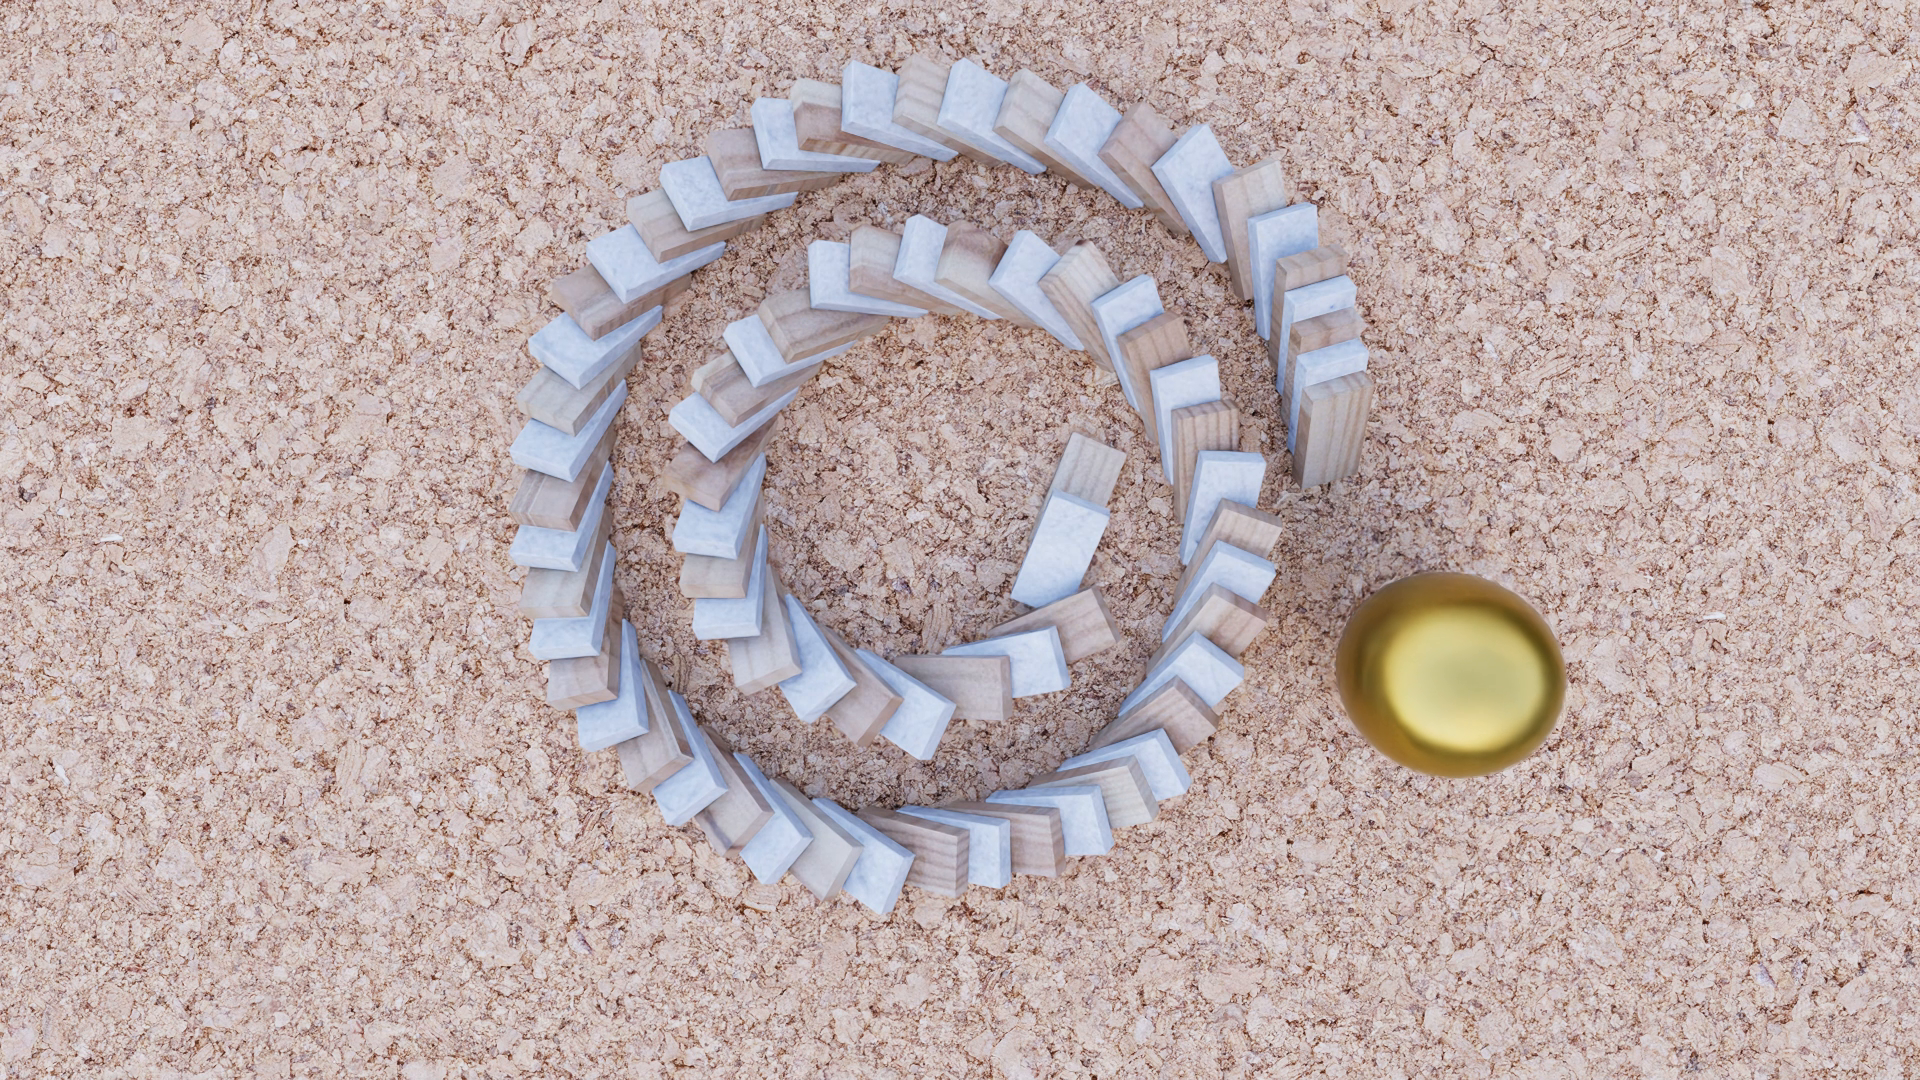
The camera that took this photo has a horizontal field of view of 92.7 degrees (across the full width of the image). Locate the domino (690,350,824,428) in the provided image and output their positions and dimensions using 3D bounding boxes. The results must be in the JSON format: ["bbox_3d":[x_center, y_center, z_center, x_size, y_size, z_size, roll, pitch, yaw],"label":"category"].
[{"bbox_3d":[-0.084,-0.070,0.381,0.025,0.009,0.050,46,54,1],"label":"domino"}]

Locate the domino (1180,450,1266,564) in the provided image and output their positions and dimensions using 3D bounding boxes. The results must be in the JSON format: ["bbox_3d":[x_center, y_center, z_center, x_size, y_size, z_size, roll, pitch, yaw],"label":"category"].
[{"bbox_3d":[0.109,-0.013,0.383,0.025,0.010,0.050,2,123,0],"label":"domino"}]

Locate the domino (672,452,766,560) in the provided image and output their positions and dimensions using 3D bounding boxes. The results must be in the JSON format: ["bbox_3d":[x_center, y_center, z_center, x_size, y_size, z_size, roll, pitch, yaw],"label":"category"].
[{"bbox_3d":[-0.099,-0.016,0.381,0.025,0.009,0.050,8,53,1],"label":"domino"}]

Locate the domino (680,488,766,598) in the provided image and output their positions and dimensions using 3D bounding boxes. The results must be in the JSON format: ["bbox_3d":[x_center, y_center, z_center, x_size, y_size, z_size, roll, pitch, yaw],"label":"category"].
[{"bbox_3d":[-0.098,0.001,0.381,0.025,0.009,0.050,1,53,1],"label":"domino"}]

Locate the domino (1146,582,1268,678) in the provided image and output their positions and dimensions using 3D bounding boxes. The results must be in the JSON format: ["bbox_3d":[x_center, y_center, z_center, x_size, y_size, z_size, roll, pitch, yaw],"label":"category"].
[{"bbox_3d":[0.102,0.043,0.382,0.025,0.010,0.050,28,122,-4],"label":"domino"}]

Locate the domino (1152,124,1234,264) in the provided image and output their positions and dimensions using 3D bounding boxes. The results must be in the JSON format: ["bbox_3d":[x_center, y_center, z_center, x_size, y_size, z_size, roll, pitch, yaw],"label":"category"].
[{"bbox_3d":[0.104,-0.144,0.384,0.025,0.009,0.050,-44,118,0],"label":"domino"}]

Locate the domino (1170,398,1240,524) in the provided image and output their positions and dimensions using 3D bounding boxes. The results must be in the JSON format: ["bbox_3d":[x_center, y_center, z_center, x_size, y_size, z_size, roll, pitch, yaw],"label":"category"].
[{"bbox_3d":[0.102,-0.032,0.382,0.025,0.010,0.050,-11,123,0],"label":"domino"}]

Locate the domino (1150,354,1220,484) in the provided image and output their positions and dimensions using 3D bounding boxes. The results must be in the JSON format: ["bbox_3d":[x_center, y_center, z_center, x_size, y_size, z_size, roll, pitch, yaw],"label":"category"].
[{"bbox_3d":[0.096,-0.050,0.382,0.025,0.010,0.050,-17,123,0],"label":"domino"}]

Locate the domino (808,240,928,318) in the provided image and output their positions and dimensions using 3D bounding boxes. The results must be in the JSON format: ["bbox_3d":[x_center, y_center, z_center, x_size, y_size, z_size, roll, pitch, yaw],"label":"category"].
[{"bbox_3d":[-0.038,-0.108,0.383,0.050,0.010,0.025,-3,90,-32],"label":"domino"}]

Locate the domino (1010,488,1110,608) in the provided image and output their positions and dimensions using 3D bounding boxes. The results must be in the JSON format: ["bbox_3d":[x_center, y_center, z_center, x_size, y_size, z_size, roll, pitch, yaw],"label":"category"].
[{"bbox_3d":[0.042,0.006,0.385,0.025,0.010,0.050,21,114,0],"label":"domino"}]

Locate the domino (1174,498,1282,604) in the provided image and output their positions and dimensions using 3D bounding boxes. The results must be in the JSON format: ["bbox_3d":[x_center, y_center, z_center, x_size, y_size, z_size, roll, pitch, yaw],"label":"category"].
[{"bbox_3d":[0.111,0.009,0.383,0.025,0.010,0.050,19,122,0],"label":"domino"}]

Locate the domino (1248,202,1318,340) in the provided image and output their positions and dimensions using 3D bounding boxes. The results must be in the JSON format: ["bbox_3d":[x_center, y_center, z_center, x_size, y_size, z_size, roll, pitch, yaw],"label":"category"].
[{"bbox_3d":[0.136,-0.112,0.384,0.025,0.010,0.050,-16,119,0],"label":"domino"}]

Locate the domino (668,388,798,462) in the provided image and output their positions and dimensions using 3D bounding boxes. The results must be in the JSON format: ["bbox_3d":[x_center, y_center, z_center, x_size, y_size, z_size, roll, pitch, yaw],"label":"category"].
[{"bbox_3d":[-0.094,-0.057,0.382,0.025,0.010,0.050,42,54,0],"label":"domino"}]

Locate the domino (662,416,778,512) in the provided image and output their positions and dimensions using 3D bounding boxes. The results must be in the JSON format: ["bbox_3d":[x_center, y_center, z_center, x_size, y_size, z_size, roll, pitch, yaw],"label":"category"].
[{"bbox_3d":[-0.099,-0.037,0.382,0.025,0.010,0.050,25,54,0],"label":"domino"}]

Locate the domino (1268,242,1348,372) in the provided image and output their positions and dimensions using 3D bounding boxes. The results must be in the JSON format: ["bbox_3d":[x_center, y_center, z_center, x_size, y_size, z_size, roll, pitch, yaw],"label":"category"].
[{"bbox_3d":[0.143,-0.095,0.378,0.025,0.050,0.010,-16,47,0],"label":"domino"}]

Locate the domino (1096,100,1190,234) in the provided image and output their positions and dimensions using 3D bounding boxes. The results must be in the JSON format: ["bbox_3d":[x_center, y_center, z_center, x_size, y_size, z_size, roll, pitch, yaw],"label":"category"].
[{"bbox_3d":[0.084,-0.155,0.385,0.050,0.009,0.025,34,90,-26],"label":"domino"}]

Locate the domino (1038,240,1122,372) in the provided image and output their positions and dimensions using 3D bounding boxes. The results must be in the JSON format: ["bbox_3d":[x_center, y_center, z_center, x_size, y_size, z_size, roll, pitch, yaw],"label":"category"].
[{"bbox_3d":[0.057,-0.097,0.382,0.025,0.010,0.050,-46,122,-2],"label":"domino"}]

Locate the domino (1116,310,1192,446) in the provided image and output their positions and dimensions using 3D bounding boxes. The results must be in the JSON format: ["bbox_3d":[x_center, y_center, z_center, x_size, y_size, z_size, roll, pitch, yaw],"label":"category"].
[{"bbox_3d":[0.085,-0.067,0.382,0.025,0.010,0.050,-27,124,-1],"label":"domino"}]

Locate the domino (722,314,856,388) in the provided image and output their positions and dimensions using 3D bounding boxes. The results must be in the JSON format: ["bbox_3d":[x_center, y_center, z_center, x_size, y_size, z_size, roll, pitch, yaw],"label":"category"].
[{"bbox_3d":[-0.070,-0.084,0.382,0.050,0.009,0.025,-31,90,-35],"label":"domino"}]

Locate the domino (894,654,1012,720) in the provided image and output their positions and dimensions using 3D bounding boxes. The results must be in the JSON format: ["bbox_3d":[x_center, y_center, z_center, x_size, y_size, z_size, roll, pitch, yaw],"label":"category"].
[{"bbox_3d":[-0.003,0.061,0.384,0.050,0.010,0.025,-3,90,27],"label":"domino"}]

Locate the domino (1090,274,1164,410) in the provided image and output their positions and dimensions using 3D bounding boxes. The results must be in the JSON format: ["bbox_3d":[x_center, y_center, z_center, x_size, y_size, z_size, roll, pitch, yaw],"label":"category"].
[{"bbox_3d":[0.075,-0.082,0.383,0.025,0.010,0.050,-29,121,0],"label":"domino"}]

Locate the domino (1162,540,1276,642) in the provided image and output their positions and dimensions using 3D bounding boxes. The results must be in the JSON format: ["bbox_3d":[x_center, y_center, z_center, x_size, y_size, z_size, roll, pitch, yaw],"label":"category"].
[{"bbox_3d":[0.107,0.026,0.382,0.025,0.010,0.050,22,122,-2],"label":"domino"}]

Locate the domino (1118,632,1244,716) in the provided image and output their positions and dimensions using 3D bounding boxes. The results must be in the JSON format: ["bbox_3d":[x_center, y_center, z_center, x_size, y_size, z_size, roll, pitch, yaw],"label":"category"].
[{"bbox_3d":[0.092,0.063,0.383,0.025,0.010,0.050,37,121,0],"label":"domino"}]

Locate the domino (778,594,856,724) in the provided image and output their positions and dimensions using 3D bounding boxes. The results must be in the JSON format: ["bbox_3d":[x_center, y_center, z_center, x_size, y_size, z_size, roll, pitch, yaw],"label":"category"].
[{"bbox_3d":[-0.067,0.049,0.383,0.025,0.009,0.050,-41,59,0],"label":"domino"}]

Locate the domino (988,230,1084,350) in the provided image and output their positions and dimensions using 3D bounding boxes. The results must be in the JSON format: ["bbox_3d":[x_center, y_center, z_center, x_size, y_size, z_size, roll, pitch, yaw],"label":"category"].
[{"bbox_3d":[0.038,-0.104,0.383,0.050,0.009,0.025,30,90,-32],"label":"domino"}]

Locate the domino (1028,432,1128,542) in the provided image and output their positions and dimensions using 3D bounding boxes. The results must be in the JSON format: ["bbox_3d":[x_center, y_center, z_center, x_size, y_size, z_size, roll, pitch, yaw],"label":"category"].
[{"bbox_3d":[0.050,-0.018,0.395,0.025,0.009,0.050,23,90,0],"label":"domino"}]

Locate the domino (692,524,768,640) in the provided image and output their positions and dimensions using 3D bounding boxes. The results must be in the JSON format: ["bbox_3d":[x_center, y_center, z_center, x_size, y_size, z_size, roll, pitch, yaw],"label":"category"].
[{"bbox_3d":[-0.095,0.017,0.381,0.025,0.009,0.050,-5,52,0],"label":"domino"}]

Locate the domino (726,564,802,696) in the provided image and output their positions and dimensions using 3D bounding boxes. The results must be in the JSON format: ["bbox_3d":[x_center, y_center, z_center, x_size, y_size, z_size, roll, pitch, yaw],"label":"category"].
[{"bbox_3d":[-0.084,0.037,0.382,0.025,0.010,0.050,-23,56,3],"label":"domino"}]

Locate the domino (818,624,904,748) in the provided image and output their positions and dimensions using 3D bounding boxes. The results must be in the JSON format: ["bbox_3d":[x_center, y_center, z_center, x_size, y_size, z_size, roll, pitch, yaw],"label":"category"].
[{"bbox_3d":[-0.049,0.060,0.383,0.050,0.010,0.025,38,90,31],"label":"domino"}]

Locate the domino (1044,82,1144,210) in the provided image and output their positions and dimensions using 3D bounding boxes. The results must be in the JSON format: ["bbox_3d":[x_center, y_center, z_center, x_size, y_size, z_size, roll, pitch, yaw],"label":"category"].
[{"bbox_3d":[0.062,-0.164,0.384,0.050,0.009,0.025,26,90,-27],"label":"domino"}]

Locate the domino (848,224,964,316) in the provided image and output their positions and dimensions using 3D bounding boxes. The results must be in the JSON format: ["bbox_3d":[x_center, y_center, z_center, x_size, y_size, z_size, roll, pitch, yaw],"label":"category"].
[{"bbox_3d":[-0.021,-0.112,0.381,0.050,0.010,0.025,4,86,-35],"label":"domino"}]

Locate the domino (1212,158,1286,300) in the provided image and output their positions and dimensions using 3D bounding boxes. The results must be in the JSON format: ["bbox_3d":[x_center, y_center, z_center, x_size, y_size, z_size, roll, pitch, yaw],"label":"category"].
[{"bbox_3d":[0.124,-0.129,0.384,0.025,0.009,0.050,-23,119,0],"label":"domino"}]

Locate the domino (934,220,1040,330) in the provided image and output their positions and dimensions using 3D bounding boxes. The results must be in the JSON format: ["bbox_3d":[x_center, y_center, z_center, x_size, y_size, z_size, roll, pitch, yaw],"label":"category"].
[{"bbox_3d":[0.015,-0.110,0.381,0.050,0.009,0.025,19,84,-33],"label":"domino"}]

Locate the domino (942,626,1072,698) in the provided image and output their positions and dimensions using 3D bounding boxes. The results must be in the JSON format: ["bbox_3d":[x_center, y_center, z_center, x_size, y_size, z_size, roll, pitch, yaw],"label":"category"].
[{"bbox_3d":[0.019,0.053,0.385,0.050,0.010,0.025,-15,90,27],"label":"domino"}]

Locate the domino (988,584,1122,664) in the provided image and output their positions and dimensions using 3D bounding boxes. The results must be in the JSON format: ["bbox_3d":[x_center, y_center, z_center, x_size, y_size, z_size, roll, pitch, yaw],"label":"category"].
[{"bbox_3d":[0.039,0.040,0.386,0.050,0.010,0.025,-25,90,24],"label":"domino"}]

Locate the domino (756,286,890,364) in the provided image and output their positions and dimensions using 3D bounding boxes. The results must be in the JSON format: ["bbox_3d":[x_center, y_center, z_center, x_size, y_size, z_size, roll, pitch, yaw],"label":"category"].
[{"bbox_3d":[-0.056,-0.093,0.382,0.050,0.010,0.025,-30,89,-35],"label":"domino"}]

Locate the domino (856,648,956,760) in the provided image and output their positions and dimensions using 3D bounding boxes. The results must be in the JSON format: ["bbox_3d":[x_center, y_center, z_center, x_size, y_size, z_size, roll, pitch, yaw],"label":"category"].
[{"bbox_3d":[-0.028,0.068,0.382,0.050,0.010,0.025,26,92,32],"label":"domino"}]

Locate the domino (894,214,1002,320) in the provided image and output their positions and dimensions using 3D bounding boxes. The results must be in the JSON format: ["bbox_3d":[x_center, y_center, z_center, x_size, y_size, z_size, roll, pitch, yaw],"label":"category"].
[{"bbox_3d":[-0.002,-0.113,0.382,0.050,0.010,0.025,15,87,-33],"label":"domino"}]
